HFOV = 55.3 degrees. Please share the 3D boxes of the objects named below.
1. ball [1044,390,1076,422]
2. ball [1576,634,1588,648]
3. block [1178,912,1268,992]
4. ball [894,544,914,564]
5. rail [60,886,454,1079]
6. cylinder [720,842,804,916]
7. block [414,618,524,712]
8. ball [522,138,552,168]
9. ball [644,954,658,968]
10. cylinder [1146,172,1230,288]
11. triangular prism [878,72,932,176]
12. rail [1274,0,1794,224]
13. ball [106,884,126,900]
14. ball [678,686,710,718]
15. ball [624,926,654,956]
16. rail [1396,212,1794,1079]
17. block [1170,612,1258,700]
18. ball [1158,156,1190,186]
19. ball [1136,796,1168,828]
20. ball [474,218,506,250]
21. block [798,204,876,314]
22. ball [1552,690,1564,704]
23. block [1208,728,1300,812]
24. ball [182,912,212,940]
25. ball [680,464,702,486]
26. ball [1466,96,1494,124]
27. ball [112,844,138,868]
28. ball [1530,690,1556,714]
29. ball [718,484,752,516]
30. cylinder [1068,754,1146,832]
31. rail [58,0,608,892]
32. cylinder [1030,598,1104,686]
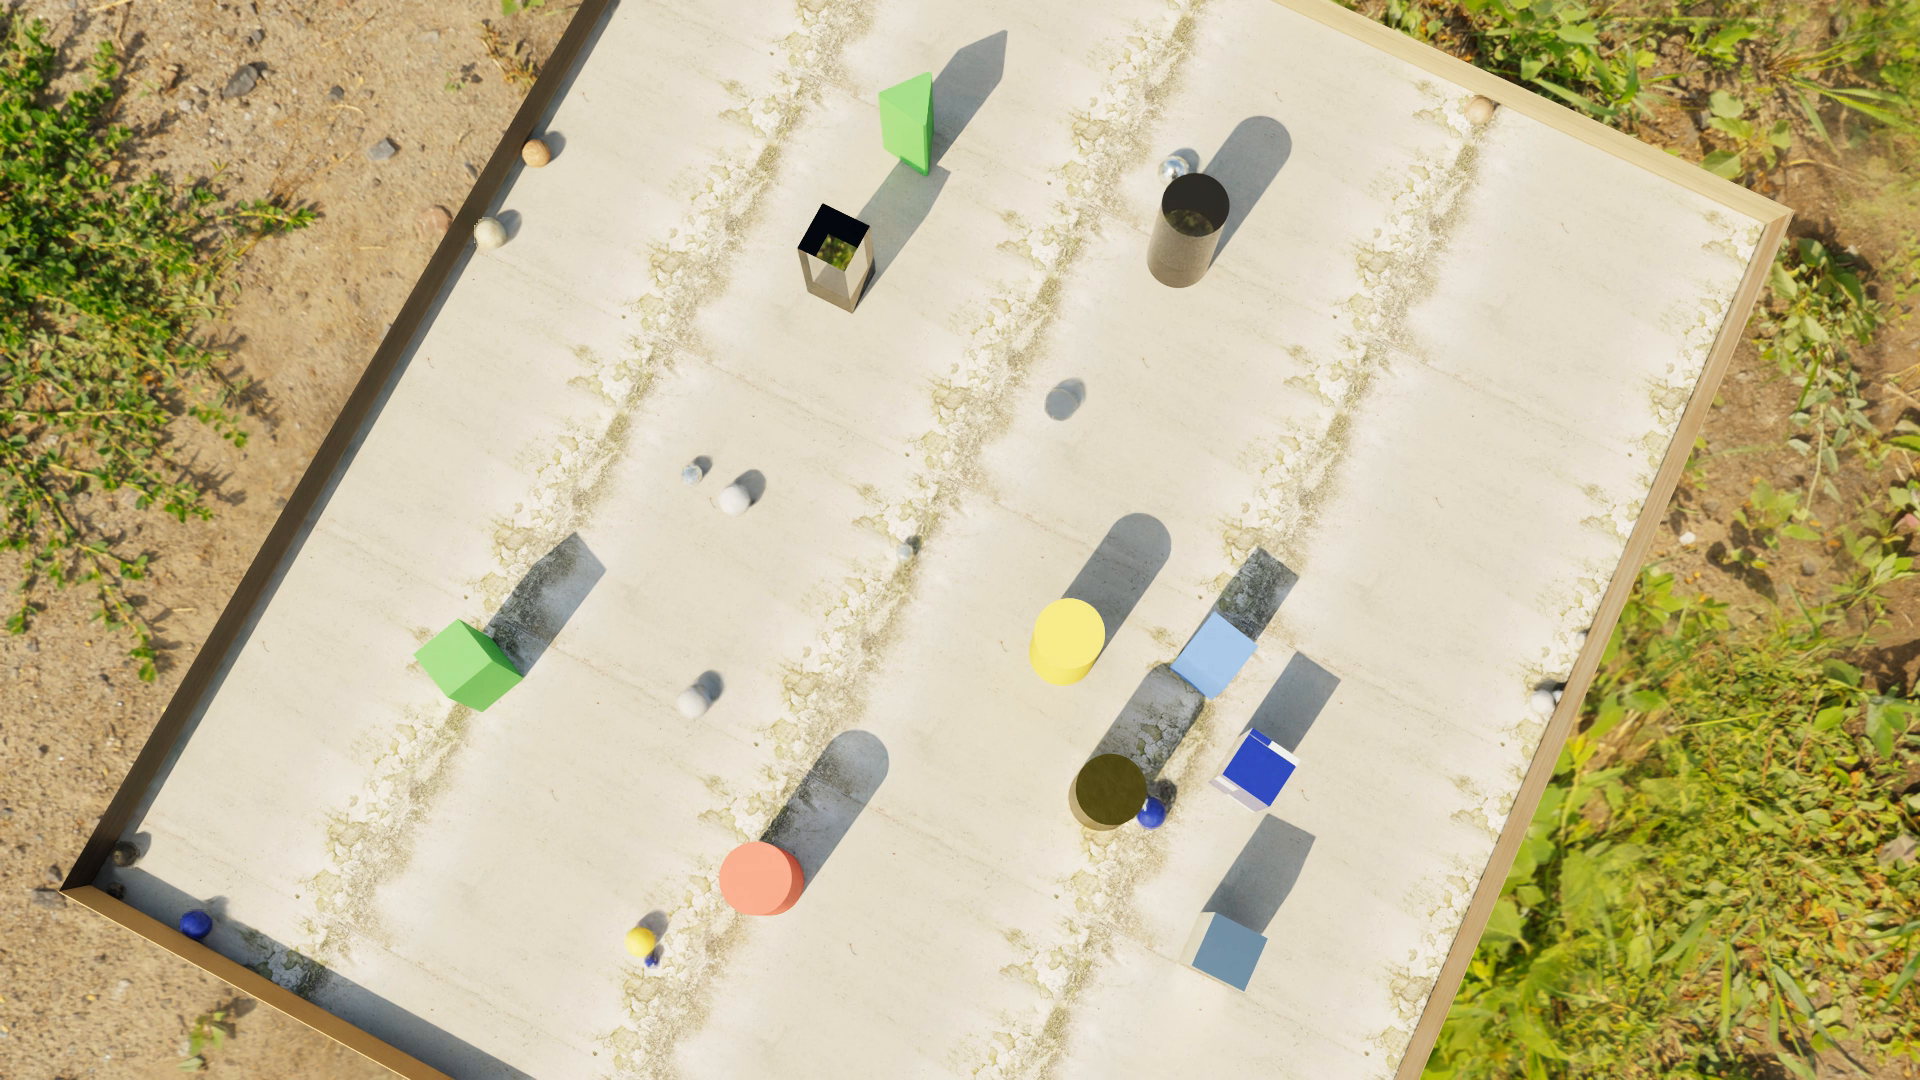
[{"bbox_3d":[0.307,-0.415,5.652,0.099,0.099,0.099,0,78,0],"label":"ball"},{"bbox_3d":[1.880,0.303,5.532,0.044,0.044,0.044,0,78,0],"label":"ball"},{"bbox_3d":[0.742,1.167,5.203,0.160,0.337,0.160,26,79,5],"label":"block"},{"bbox_3d":[-0.169,0.042,5.578,0.058,0.058,0.058,0,78,0],"label":"ball"},{"bbox_3d":[-0.925,1.818,5.173,3.714,0.130,0.045,26,80,5],"label":"rail"},{"bbox_3d":[-0.560,0.967,5.212,0.200,0.401,0.200,0,78,0],"label":"cylinder"},{"bbox_3d":[-1.428,0.370,5.344,0.160,0.384,0.160,-40,81,-8],"label":"block"},{"bbox_3d":[-1.346,-1.230,5.826,0.089,0.089,0.089,0,78,0],"label":"ball"},{"bbox_3d":[-0.900,1.226,5.341,0.042,0.042,0.042,0,78,0],"label":"ball"},{"bbox_3d":[0.690,-0.937,5.584,0.200,0.444,0.200,0,78,0],"label":"cylinder"},{"bbox_3d":[-0.132,-1.310,5.691,0.173,0.386,0.150,35,80,7],"label":"triangular prism"},{"bbox_3d":[0.925,-1.805,5.923,3.714,0.130,0.045,26,80,5],"label":"rail"},{"bbox_3d":[-2.476,1.034,5.375,0.053,0.053,0.053,0,78,0],"label":"ball"},{"bbox_3d":[-0.793,0.482,5.469,0.094,0.094,0.094,0,78,0],"label":"ball"},{"bbox_3d":[-0.932,1.168,5.331,0.086,0.086,0.086,0,78,0],"label":"ball"},{"bbox_3d":[1.640,0.810,5.382,0.045,0.130,4.184,26,80,5],"label":"rail"},{"bbox_3d":[0.744,0.345,5.395,0.160,0.294,0.160,38,81,7],"label":"block"},{"bbox_3d":[0.676,-1.166,5.807,0.100,0.100,0.100,0,78,0],"label":"ball"},{"bbox_3d":[0.564,0.804,5.403,0.093,0.093,0.093,0,78,0],"label":"ball"},{"bbox_3d":[-1.477,-0.962,5.767,0.096,0.096,0.096,0,78,0],"label":"ball"},{"bbox_3d":[-0.373,-0.855,5.597,0.160,0.386,0.160,27,80,5],"label":"block"},{"bbox_3d":[1.797,0.470,5.498,0.041,0.041,0.041,0,78,0],"label":"ball"},{"bbox_3d":[0.850,0.672,5.321,0.160,0.307,0.160,34,80,7],"label":"block"},{"bbox_3d":[-2.225,1.124,5.342,0.082,0.082,0.082,0,78,0],"label":"ball"},{"bbox_3d":[-0.824,-0.202,5.625,0.066,0.066,0.066,0,78,0],"label":"ball"},{"bbox_3d":[1.663,-1.372,5.857,0.085,0.085,0.085,0,78,0],"label":"ball"},{"bbox_3d":[-2.455,0.928,5.389,0.070,0.070,0.070,0,78,0],"label":"ball"},{"bbox_3d":[1.742,0.485,5.478,0.074,0.074,0.074,0,78,0],"label":"ball"},{"bbox_3d":[-0.687,-0.123,5.591,0.099,0.099,0.099,0,78,0],"label":"ball"},{"bbox_3d":[0.422,0.731,5.285,0.200,0.353,0.200,0,78,0],"label":"cylinder"},{"bbox_3d":[-1.640,-0.796,5.714,0.045,0.130,4.184,26,80,5],"label":"rail"},{"bbox_3d":[0.309,0.302,5.357,0.200,0.386,0.200,0,78,0],"label":"cylinder"}]
